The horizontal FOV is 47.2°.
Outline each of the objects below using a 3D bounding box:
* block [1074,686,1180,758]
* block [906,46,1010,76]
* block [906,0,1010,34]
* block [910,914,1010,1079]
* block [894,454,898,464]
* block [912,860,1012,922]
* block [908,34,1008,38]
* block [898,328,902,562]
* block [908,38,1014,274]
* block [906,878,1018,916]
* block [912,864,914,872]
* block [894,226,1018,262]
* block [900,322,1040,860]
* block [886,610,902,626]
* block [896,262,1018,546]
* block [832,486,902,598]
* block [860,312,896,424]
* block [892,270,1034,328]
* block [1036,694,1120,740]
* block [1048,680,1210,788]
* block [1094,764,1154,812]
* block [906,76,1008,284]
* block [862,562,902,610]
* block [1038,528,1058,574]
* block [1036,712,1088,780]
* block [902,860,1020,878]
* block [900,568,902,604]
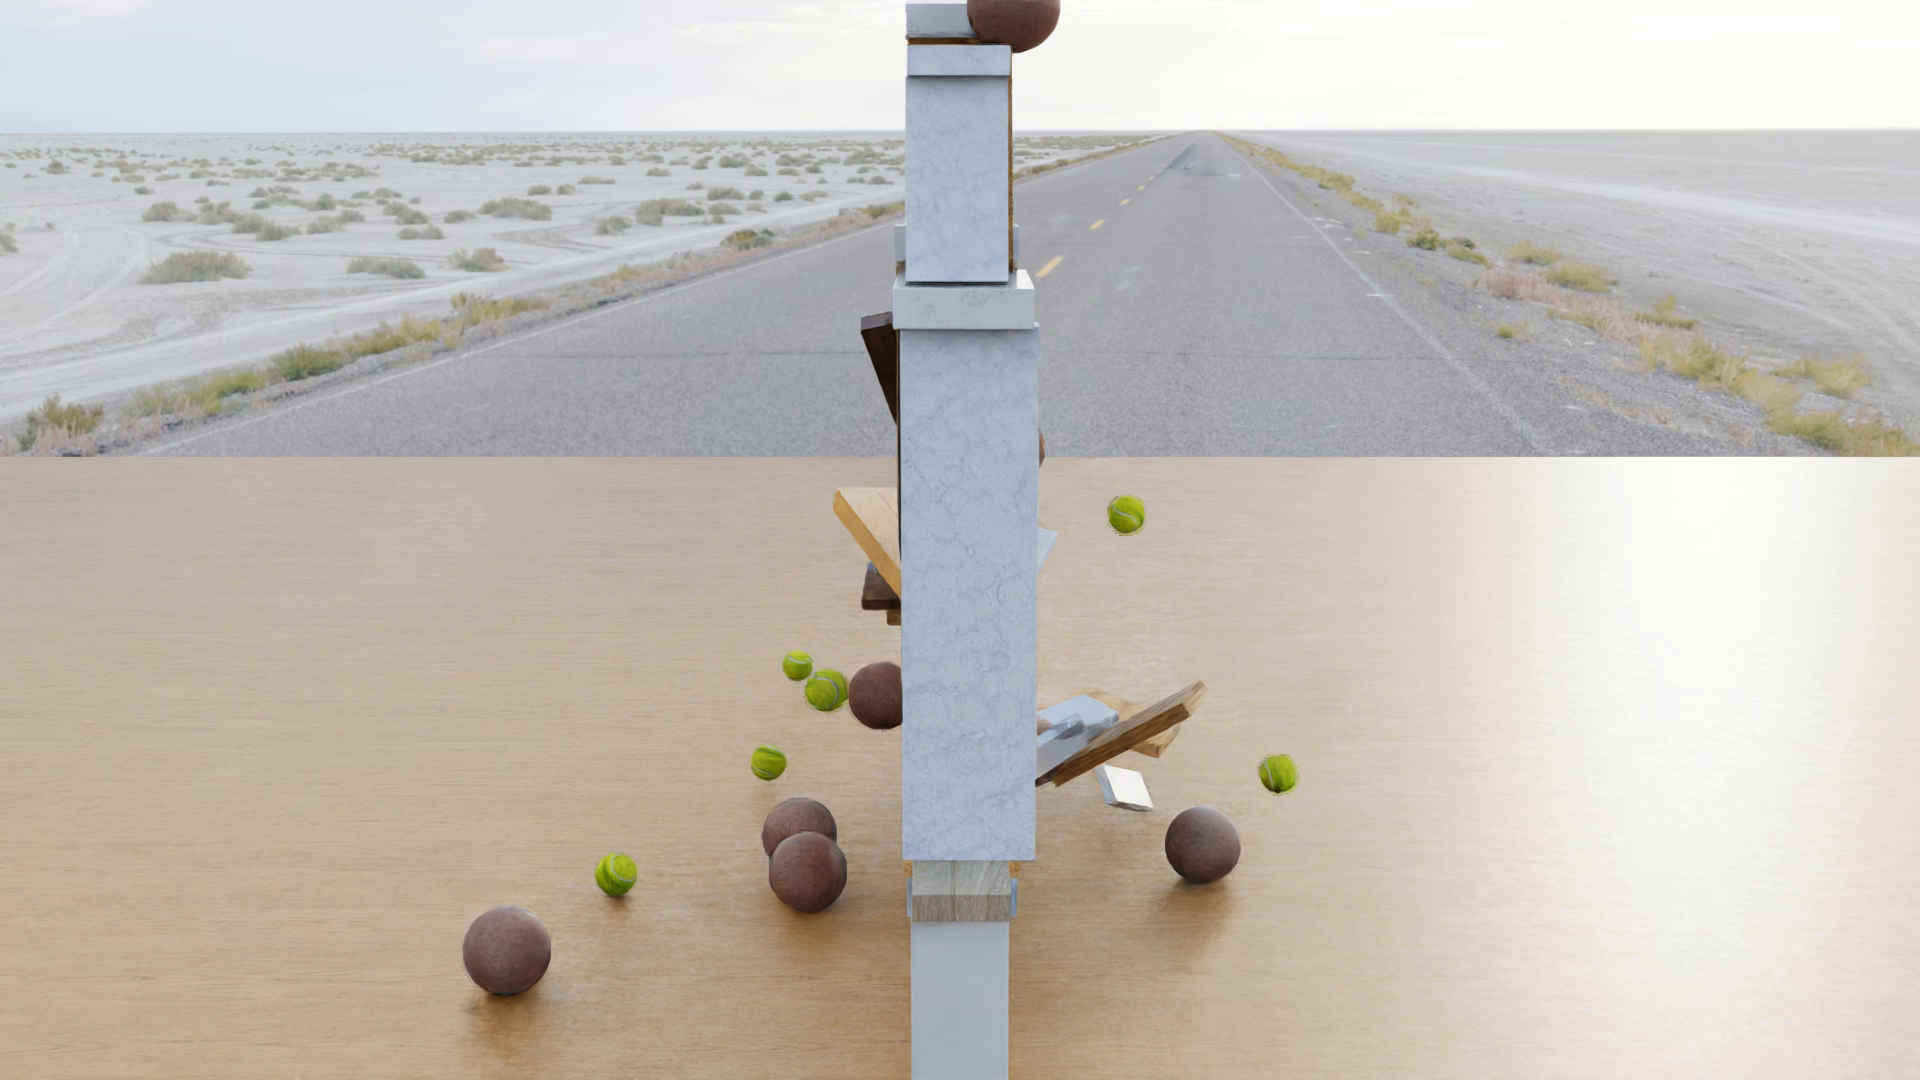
[{"bbox_3d":[0.305,0.347,4.197,0.208,0.029,0.104,17,33,22],"label":"block"},{"bbox_3d":[-0.003,-0.623,2.876,0.130,0.037,0.259,0,11,-1],"label":"block"},{"bbox_3d":[0.000,-0.772,3.192,0.146,0.041,0.292,0,19,1],"label":"block"},{"bbox_3d":[0.000,0.606,2.884,0.127,0.254,0.036,0,11,0],"label":"block"},{"bbox_3d":[-0.031,-0.104,3.974,0.125,0.035,0.250,30,5,-20],"label":"block"},{"bbox_3d":[0.001,0.448,2.941,0.127,0.036,0.254,0,11,0],"label":"block"},{"bbox_3d":[-0.003,-0.607,3.212,0.146,0.292,0.041,0,-5,0],"label":"block"},{"bbox_3d":[0.003,-0.147,3.092,0.177,0.355,0.050,0,15,0],"label":"block"},{"bbox_3d":[0.000,-0.537,3.060,0.146,0.351,0.041,0,-21,0],"label":"block"},{"bbox_3d":[0.003,0.431,3.547,0.178,0.356,0.050,0,13,0],"label":"block"},{"bbox_3d":[-0.002,0.576,3.051,0.127,0.254,0.036,0,11,0],"label":"block"},{"bbox_3d":[-0.004,-0.435,3.217,0.172,0.049,0.345,0,8,0],"label":"block"},{"bbox_3d":[0.012,0.074,2.895,0.177,0.716,0.050,0,12,1],"label":"block"},{"bbox_3d":[-0.081,0.101,4.310,0.107,0.030,0.213,-3,26,6],"label":"block"},{"bbox_3d":[-0.005,-0.195,3.185,0.172,0.416,0.049,0,20,0],"label":"block"},{"bbox_3d":[-0.086,0.020,4.257,0.173,0.049,0.409,-3,32,-28],"label":"block"},{"bbox_3d":[-0.064,-0.262,3.515,0.122,0.244,0.035,-11,40,11],"label":"block"},{"bbox_3d":[0.004,-0.322,2.924,0.177,0.050,0.355,0,11,0],"label":"block"},{"bbox_3d":[0.184,0.350,4.107,0.208,0.029,0.104,-19,28,-33],"label":"block"},{"bbox_3d":[0.304,0.351,3.982,0.320,0.029,0.104,-32,4,33],"label":"block"},{"bbox_3d":[0.300,0.455,4.019,0.021,0.072,0.145,-31,-26,23],"label":"block"},{"bbox_3d":[-0.004,-0.457,2.795,0.130,0.259,0.037,0,1,-1],"label":"block"},{"bbox_3d":[-0.146,0.089,4.285,0.079,0.022,0.158,-2,27,4],"label":"block"},{"bbox_3d":[0.084,0.084,4.026,0.079,0.022,0.353,14,39,16],"label":"block"},{"bbox_3d":[0.147,0.354,3.685,0.145,0.072,0.021,-32,49,-17],"label":"block"},{"bbox_3d":[0.003,0.280,3.149,0.169,0.408,0.048,0,11,0],"label":"block"},{"bbox_3d":[0.003,0.036,3.218,0.169,0.048,0.338,0,11,0],"label":"block"}]
